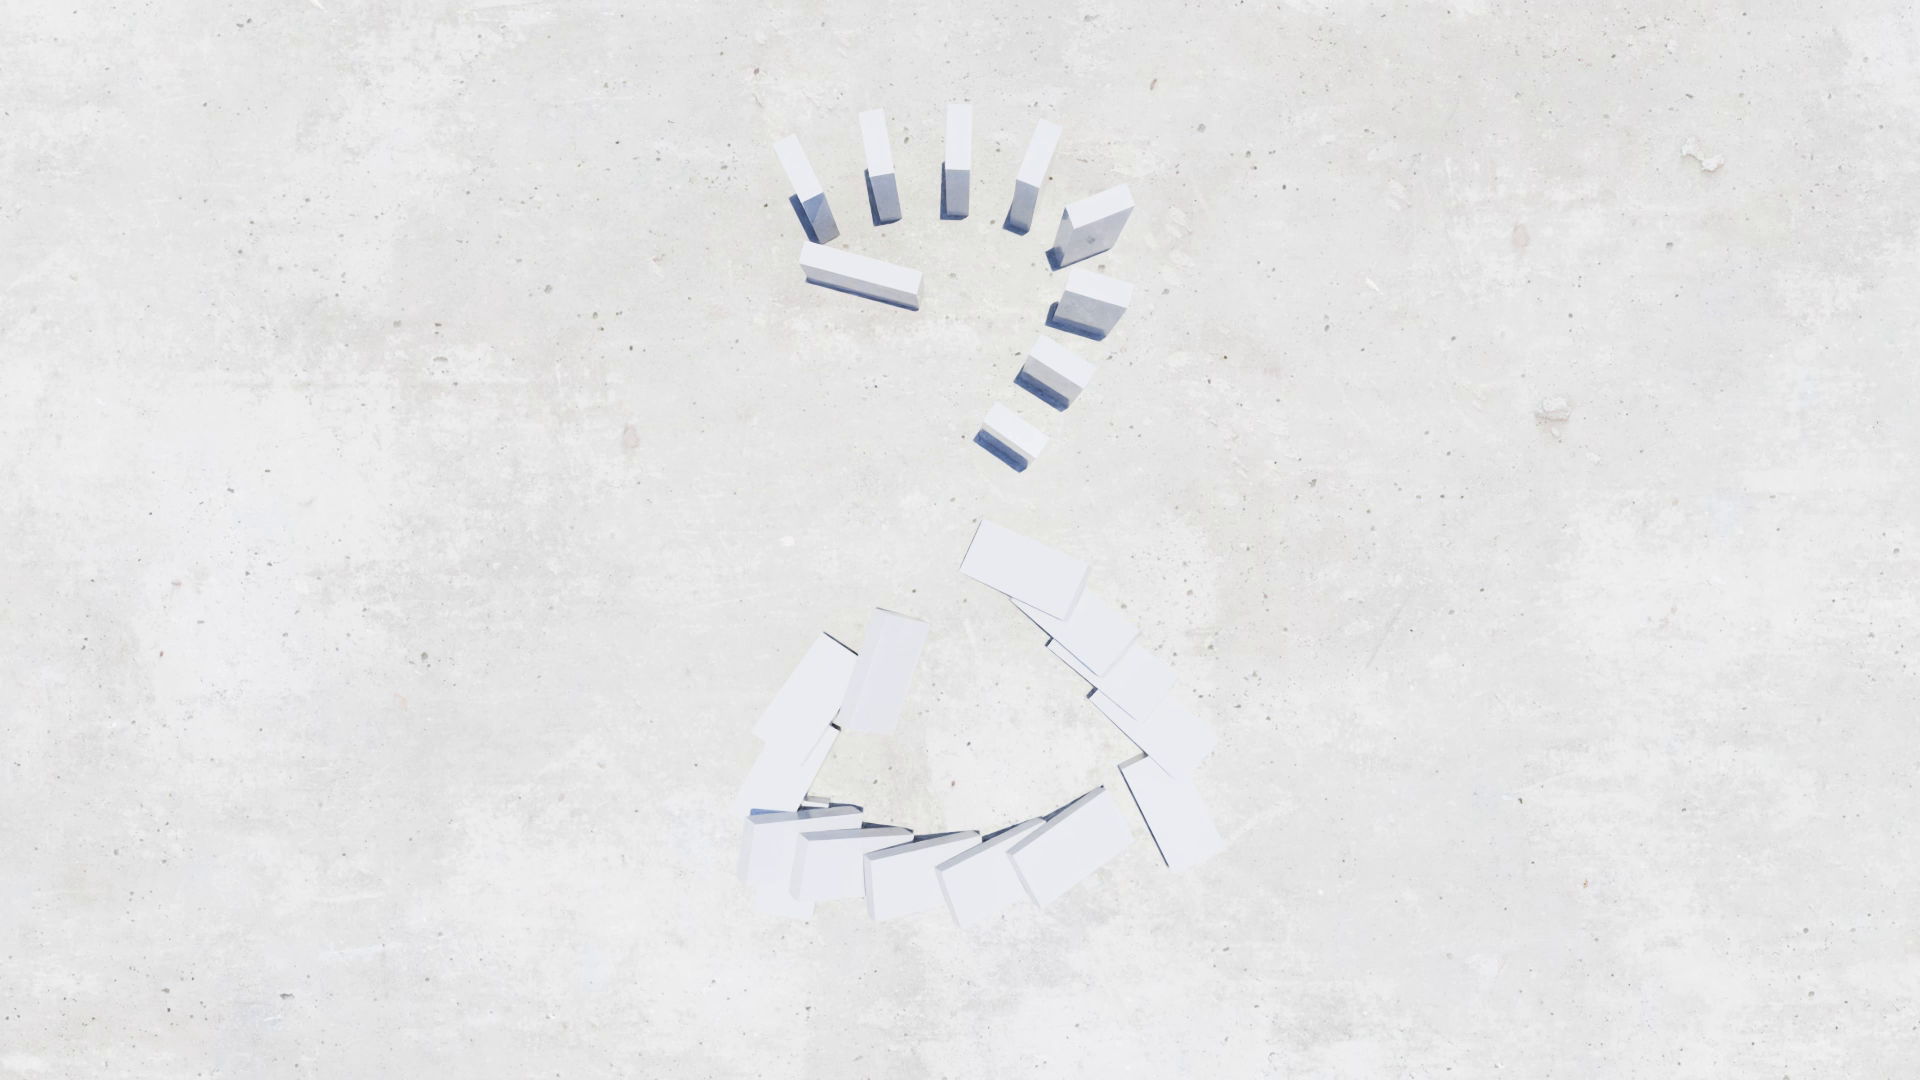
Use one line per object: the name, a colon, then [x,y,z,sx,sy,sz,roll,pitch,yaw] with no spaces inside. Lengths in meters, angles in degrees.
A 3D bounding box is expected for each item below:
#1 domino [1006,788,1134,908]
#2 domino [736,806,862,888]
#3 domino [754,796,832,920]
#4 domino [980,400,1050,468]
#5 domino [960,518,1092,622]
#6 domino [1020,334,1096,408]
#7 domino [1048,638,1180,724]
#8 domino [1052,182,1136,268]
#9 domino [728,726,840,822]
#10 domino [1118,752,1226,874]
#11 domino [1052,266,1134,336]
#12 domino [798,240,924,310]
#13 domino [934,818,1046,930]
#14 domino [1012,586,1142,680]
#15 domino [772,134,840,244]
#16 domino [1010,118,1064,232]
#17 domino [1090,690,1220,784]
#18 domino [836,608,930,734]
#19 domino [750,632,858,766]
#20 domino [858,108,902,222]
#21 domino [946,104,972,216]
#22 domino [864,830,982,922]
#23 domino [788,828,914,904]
domino: [0.047,0.129,0.387,0.050,0.009,0.025,-29,90,-20]
domino: [-0.065,0.126,0.378,0.050,0.009,0.025,7,92,-38]
domino: [-0.072,0.136,0.395,0.025,0.010,0.050,8,90,0]
domino: [0.022,-0.042,0.375,0.025,0.050,0.010,35,90,0]
domino: [0.027,0.012,0.386,0.050,0.010,0.025,25,90,22]
domino: [0.039,-0.068,0.375,0.025,0.050,0.009,32,90,0]
domino: [0.065,0.052,0.387,0.050,0.009,0.025,39,90,20]
domino: [0.054,-0.128,0.375,0.025,0.050,0.010,-21,90,0]
domino: [-0.074,0.098,0.389,0.025,0.010,0.050,27,77,5]
domino: [0.091,0.115,0.395,0.025,0.010,0.050,-26,90,0]
domino: [0.053,-0.097,0.375,0.025,0.050,0.010,16,90,0]
domino: [-0.041,-0.112,0.388,0.050,0.025,0.010,15,90,0]
domino: [0.017,0.140,0.386,0.050,0.010,0.025,-19,90,-22]
domino: [0.049,0.032,0.386,0.050,0.009,0.025,40,91,23]
domino: [-0.062,-0.142,0.375,0.009,0.050,0.025,-26,90,0]
domino: [0.030,-0.148,0.375,0.010,0.050,0.025,21,90,0]
domino: [0.082,0.076,0.389,0.050,0.010,0.025,43,90,16]
domino: [-0.032,0.056,0.388,0.025,0.009,0.050,19,90,-45]
domino: [-0.063,0.067,0.387,0.025,0.009,0.050,33,74,6]
domino: [-0.032,-0.152,0.375,0.009,0.050,0.025,-10,90,0]
domino: [0.000,-0.154,0.375,0.010,0.050,0.025,2,90,0]
domino: [-0.015,0.141,0.385,0.050,0.009,0.025,-4,90,-25]
domino: [-0.045,0.135,0.382,0.050,0.009,0.025,10,90,-35]
